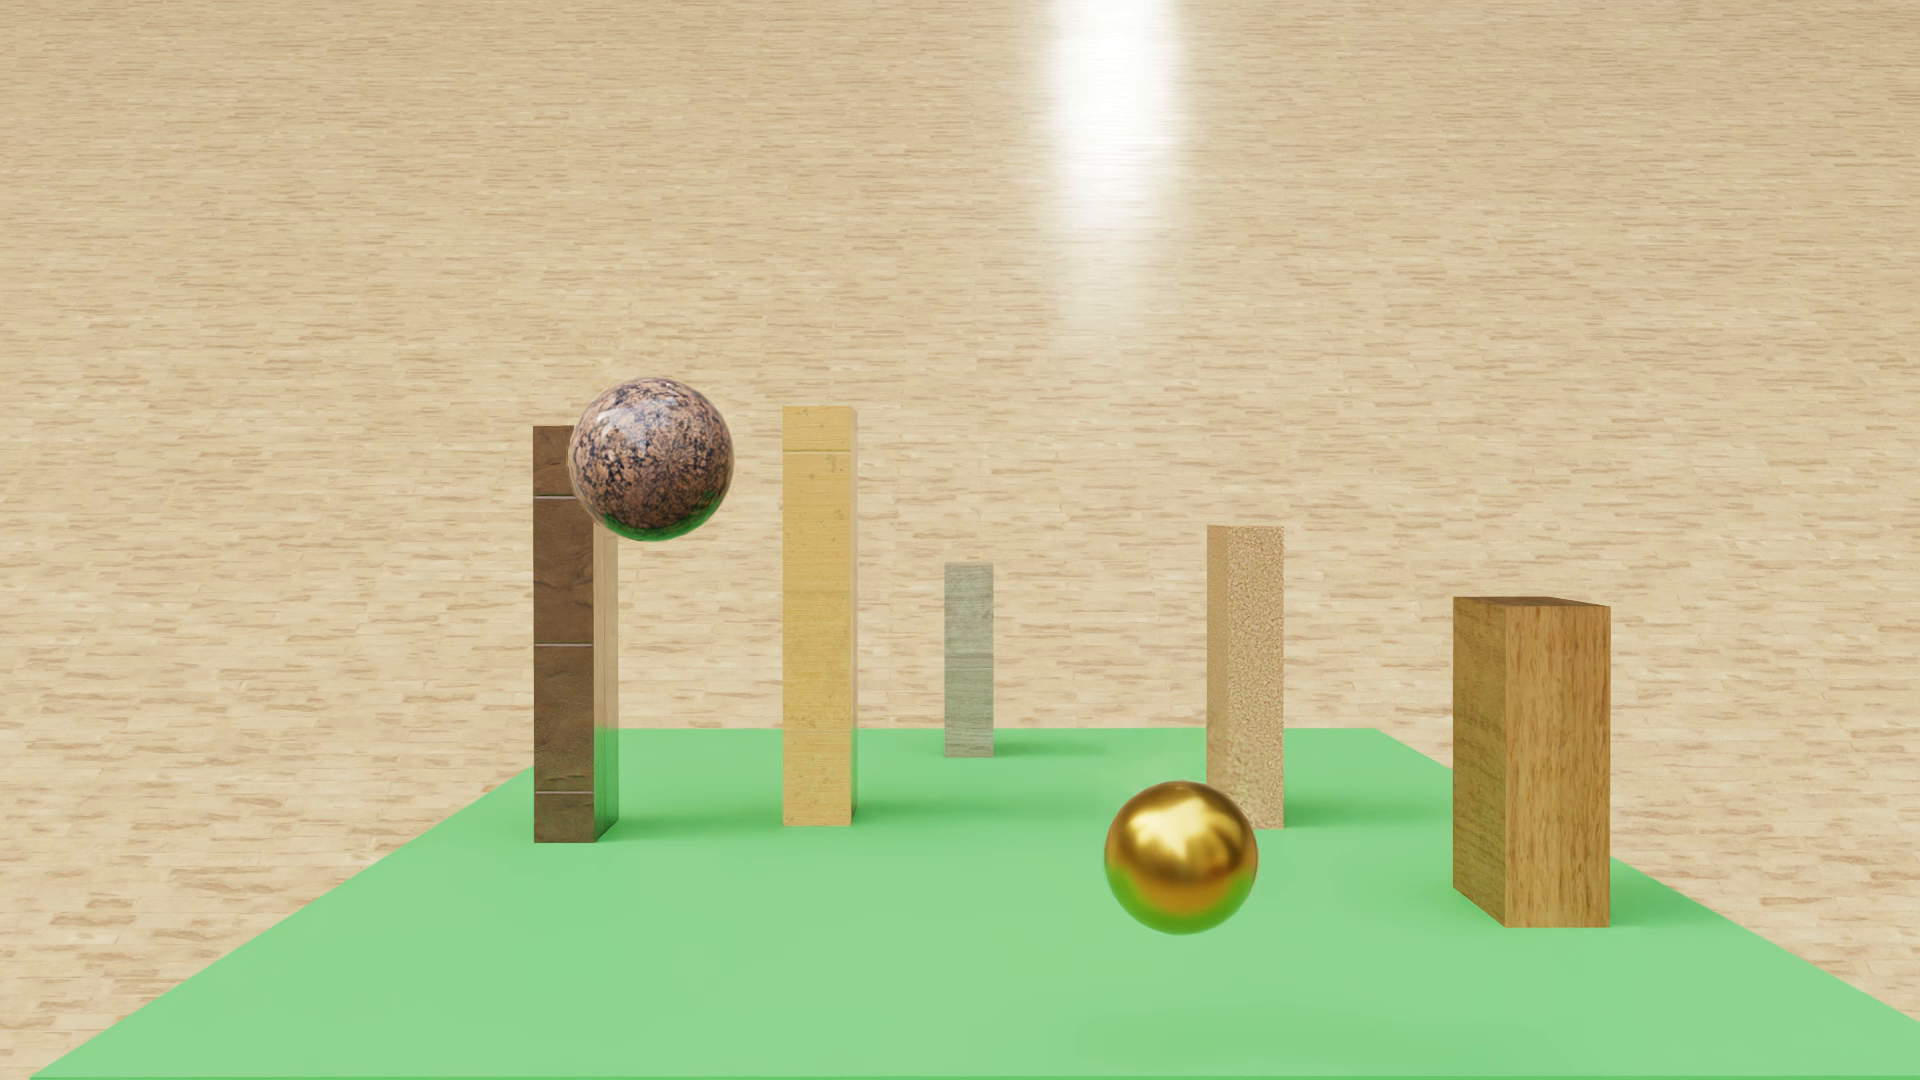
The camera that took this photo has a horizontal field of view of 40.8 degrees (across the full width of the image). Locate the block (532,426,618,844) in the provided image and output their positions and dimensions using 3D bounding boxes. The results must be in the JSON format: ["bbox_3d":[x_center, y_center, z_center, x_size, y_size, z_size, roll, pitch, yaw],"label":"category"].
[{"bbox_3d":[-0.672,0.158,4.533,0.102,0.707,0.316,0,1,0],"label":"block"}]

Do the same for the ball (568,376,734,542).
[{"bbox_3d":[-0.283,-0.074,2.368,0.152,0.152,0.152,0,28,0],"label":"ball"}]

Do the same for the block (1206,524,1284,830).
[{"bbox_3d":[0.521,0.241,4.746,0.099,0.535,0.379,0,1,0],"label":"block"}]

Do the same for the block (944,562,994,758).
[{"bbox_3d":[0.020,0.273,5.990,0.111,0.435,0.308,0,1,0],"label":"block"}]

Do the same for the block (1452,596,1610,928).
[{"bbox_3d":[0.810,0.305,3.687,0.142,0.436,0.372,0,1,0],"label":"block"}]

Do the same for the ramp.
[{"bbox_3d":[0.062,0.560,4.599,2.000,0.100,4.000,0,1,0],"label":"ramp"}]

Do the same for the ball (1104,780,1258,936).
[{"bbox_3d":[0.233,0.335,2.723,0.163,0.163,0.163,0,28,0],"label":"ball"}]

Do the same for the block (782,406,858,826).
[{"bbox_3d":[-0.256,0.133,4.774,0.121,0.749,0.336,0,1,0],"label":"block"}]
